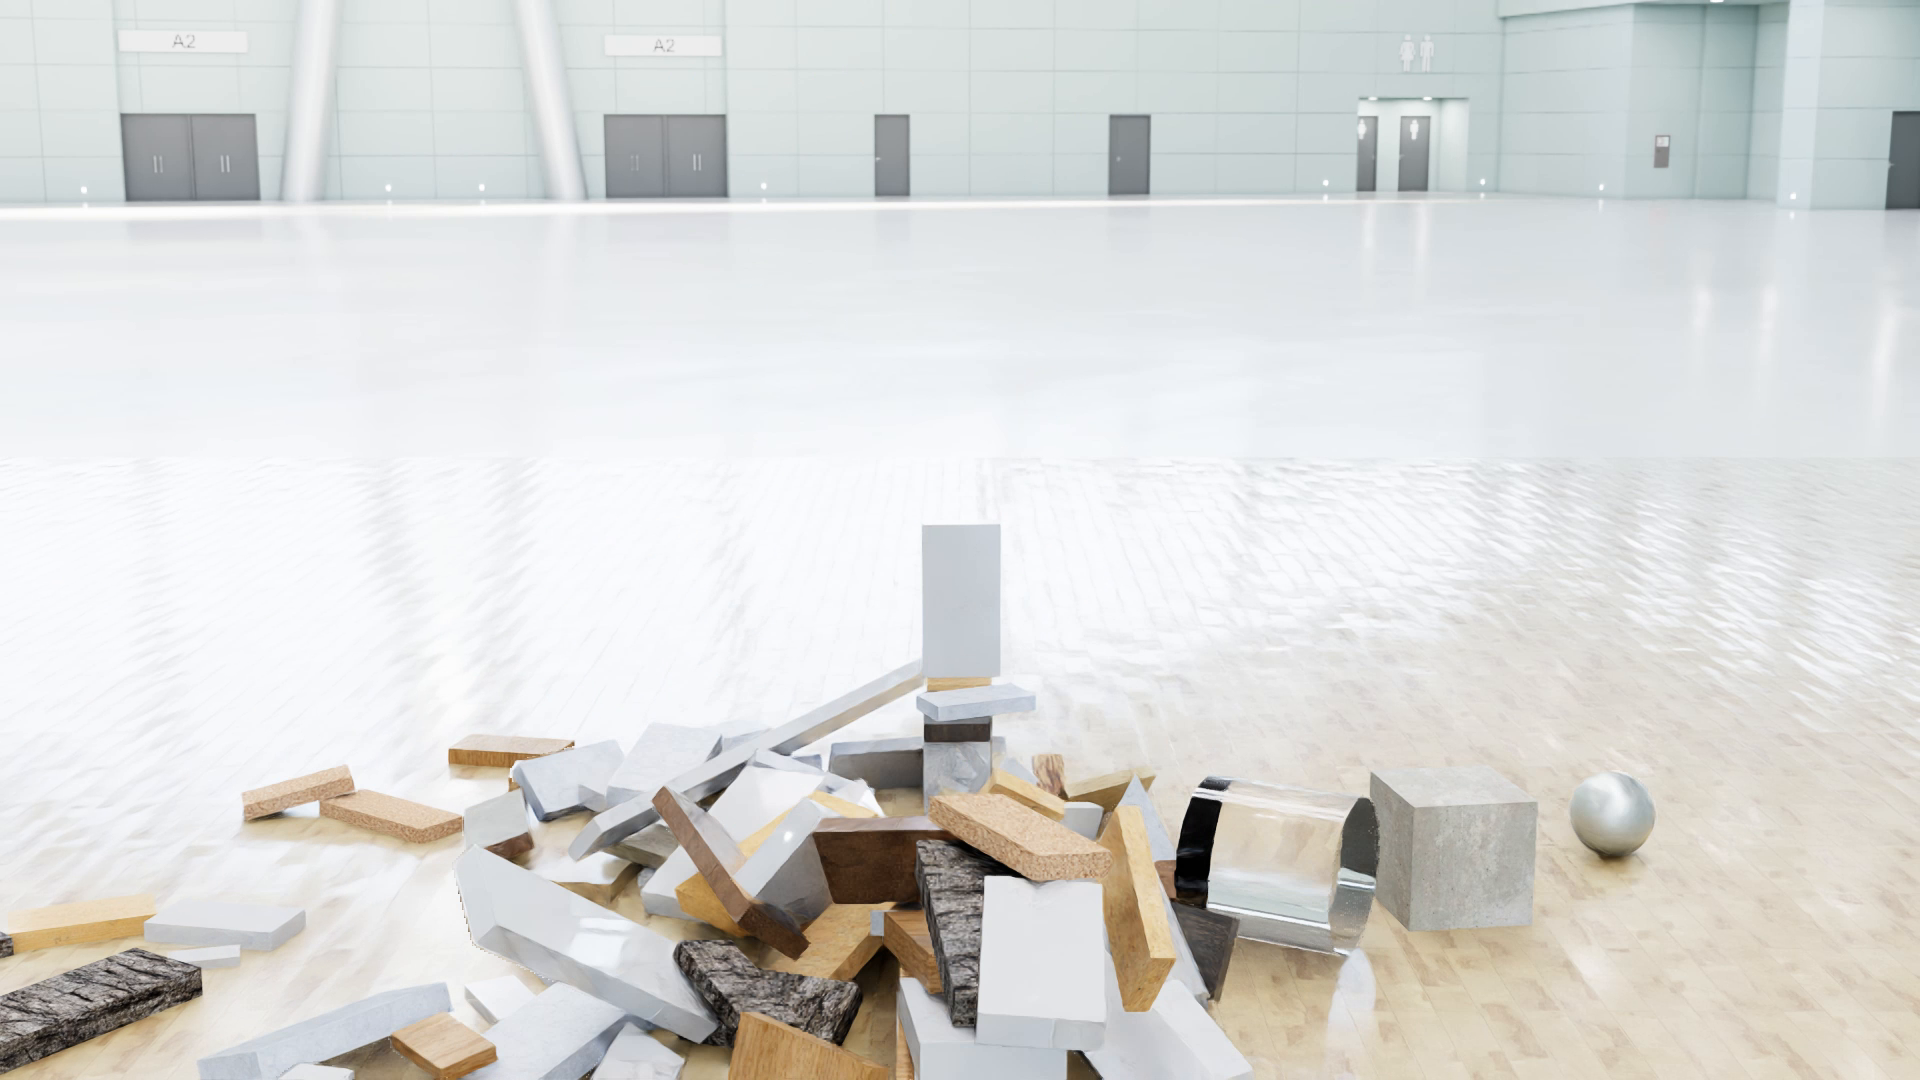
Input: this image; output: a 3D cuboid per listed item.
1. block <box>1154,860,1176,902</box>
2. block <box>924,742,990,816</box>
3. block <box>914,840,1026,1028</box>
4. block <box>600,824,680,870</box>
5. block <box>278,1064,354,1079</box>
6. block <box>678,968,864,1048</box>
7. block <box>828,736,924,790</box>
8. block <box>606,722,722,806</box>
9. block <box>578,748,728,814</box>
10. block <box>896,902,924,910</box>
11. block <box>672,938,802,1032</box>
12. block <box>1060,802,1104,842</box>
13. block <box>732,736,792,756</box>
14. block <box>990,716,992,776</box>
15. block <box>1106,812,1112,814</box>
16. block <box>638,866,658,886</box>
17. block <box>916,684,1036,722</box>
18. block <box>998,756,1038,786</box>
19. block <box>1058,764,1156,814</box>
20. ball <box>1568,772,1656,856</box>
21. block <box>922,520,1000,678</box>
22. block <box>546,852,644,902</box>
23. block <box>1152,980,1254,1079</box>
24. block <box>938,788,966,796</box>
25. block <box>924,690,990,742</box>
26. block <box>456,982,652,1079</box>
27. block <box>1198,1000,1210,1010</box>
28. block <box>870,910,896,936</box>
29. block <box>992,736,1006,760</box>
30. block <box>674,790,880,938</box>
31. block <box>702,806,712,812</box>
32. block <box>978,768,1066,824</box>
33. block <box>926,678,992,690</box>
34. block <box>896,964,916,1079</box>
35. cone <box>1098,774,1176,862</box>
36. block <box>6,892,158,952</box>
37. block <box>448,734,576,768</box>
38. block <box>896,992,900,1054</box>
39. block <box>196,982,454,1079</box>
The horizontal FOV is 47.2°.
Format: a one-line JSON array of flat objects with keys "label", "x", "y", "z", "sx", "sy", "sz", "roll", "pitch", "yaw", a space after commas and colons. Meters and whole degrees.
[{"label": "block", "x": 0.321, "y": 0.570, "z": 3.613, "sx": 0.202, "sy": 0.029, "sz": 0.101, "roll": -2, "pitch": 29, "yaw": -10}, {"label": "block", "x": -0.006, "y": 0.449, "z": 3.806, "sx": 0.113, "sy": 0.227, "sz": 0.032, "roll": 0, "pitch": 11, "yaw": -2}, {"label": "block", "x": 0.049, "y": 0.459, "z": 2.610, "sx": 0.161, "sy": 0.046, "sz": 0.322, "roll": 0, "pitch": 24, "yaw": -9}, {"label": "block", "x": -0.503, "y": 0.528, "z": 3.759, "sx": 0.200, "sy": 0.028, "sz": 0.100, "roll": 13, "pitch": 20, "yaw": 20}, {"label": "block", "x": -0.838, "y": 0.704, "z": 2.766, "sx": 0.078, "sy": 0.022, "sz": 0.157, "roll": 3, "pitch": 11, "yaw": 16}, {"label": "block", "x": -0.267, "y": 0.659, "z": 3.070, "sx": 0.237, "sy": 0.034, "sz": 0.118, "roll": 4, "pitch": 39, "yaw": 21}, {"label": "block", "x": -0.141, "y": 0.431, "z": 4.227, "sx": 0.221, "sy": 0.111, "sz": 0.031, "roll": -3, "pitch": 44, "yaw": -15}, {"label": "block", "x": -0.550, "y": 0.426, "z": 4.113, "sx": 0.142, "sy": 0.040, "sz": 0.284, "roll": 7, "pitch": 20, "yaw": 7}, {"label": "block", "x": -0.560, "y": 0.454, "z": 4.151, "sx": 0.142, "sy": 0.040, "sz": 0.301, "roll": 19, "pitch": 24, "yaw": 33}, {"label": "block", "x": -0.034, "y": 0.483, "z": 3.182, "sx": 0.240, "sy": 0.120, "sz": 0.034, "roll": -9, "pitch": 34, "yaw": 49}, {"label": "block", "x": -0.308, "y": 0.617, "z": 3.024, "sx": 0.094, "sy": 0.027, "sz": 0.187, "roll": 8, "pitch": 23, "yaw": -45}, {"label": "block", "x": 0.171, "y": 0.499, "z": 3.770, "sx": 0.027, "sy": 0.094, "sz": 0.197, "roll": 19, "pitch": 6, "yaw": 36}, {"label": "block", "x": -0.389, "y": 0.410, "z": 4.353, "sx": 0.111, "sy": 0.031, "sz": 0.221, "roll": 0, "pitch": -8, "yaw": -3}, {"label": "block", "x": 0.000, "y": 0.402, "z": 4.032, "sx": 0.118, "sy": 0.236, "sz": 0.033, "roll": 0, "pitch": 12, "yaw": -1}, {"label": "block", "x": 0.276, "y": 0.491, "z": 4.155, "sx": 0.058, "sy": 0.017, "sz": 0.117, "roll": 2, "pitch": 11, "yaw": 9}, {"label": "block", "x": -0.502, "y": 0.564, "z": 3.758, "sx": 0.063, "sy": 0.018, "sz": 0.125, "roll": 1, "pitch": 11, "yaw": 8}, {"label": "block", "x": 0.027, "y": 0.282, "z": 3.833, "sx": 0.187, "sy": 0.027, "sz": 0.094, "roll": -5, "pitch": 12, "yaw": -25}, {"label": "block", "x": 0.072, "y": 0.445, "z": 3.734, "sx": 0.069, "sy": 0.139, "sz": 0.020, "roll": 41, "pitch": -23, "yaw": -25}, {"label": "block", "x": 0.262, "y": 0.468, "z": 4.039, "sx": 0.187, "sy": 0.094, "sz": 0.027, "roll": -11, "pitch": 54, "yaw": -27}, {"label": "ball", "x": 1.144, "y": 0.480, "z": 3.858, "sx": 0.146, "sy": 0.146, "sz": 0.146, "roll": 0, "pitch": 11, "yaw": 0}, {"label": "block", "x": 0.002, "y": 0.108, "z": 4.008, "sx": 0.142, "sy": 0.284, "sz": 0.040, "roll": -1, "pitch": 11, "yaw": -3}, {"label": "block", "x": -0.613, "y": 0.560, "z": 3.742, "sx": 0.113, "sy": 0.032, "sz": 0.226, "roll": 2, "pitch": 11, "yaw": 9}, {"label": "block", "x": 0.292, "y": 0.677, "z": 2.949, "sx": 0.112, "sy": 0.032, "sz": 0.224, "roll": -14, "pitch": 25, "yaw": -16}, {"label": "block", "x": -0.002, "y": 0.475, "z": 3.728, "sx": 0.056, "sy": 0.016, "sz": 0.113, "roll": 17, "pitch": 43, "yaw": -26}, {"label": "block", "x": -0.008, "y": 0.308, "z": 3.854, "sx": 0.113, "sy": 0.032, "sz": 0.227, "roll": 0, "pitch": 10, "yaw": -1}, {"label": "block", "x": -0.550, "y": 0.676, "z": 2.982, "sx": 0.146, "sy": 0.041, "sz": 0.292, "roll": 7, "pitch": 20, "yaw": 29}, {"label": "block", "x": 0.236, "y": 0.646, "z": 3.274, "sx": 0.120, "sy": 0.034, "sz": 0.291, "roll": -6, "pitch": 12, "yaw": -29}, {"label": "block", "x": -0.025, "y": 0.564, "z": 3.246, "sx": 0.123, "sy": 0.035, "sz": 0.246, "roll": -3, "pitch": -9, "yaw": 22}, {"label": "block", "x": 0.018, "y": 0.409, "z": 4.319, "sx": 0.111, "sy": 0.031, "sz": 0.221, "roll": 5, "pitch": -11, "yaw": -7}, {"label": "block", "x": -0.287, "y": 0.515, "z": 3.522, "sx": 0.155, "sy": 0.044, "sz": 0.310, "roll": 13, "pitch": 36, "yaw": 45}, {"label": "block", "x": -0.428, "y": 0.496, "z": 4.055, "sx": 0.149, "sy": 0.021, "sz": 0.074, "roll": -10, "pitch": -4, "yaw": -44}, {"label": "block", "x": 0.047, "y": 0.462, "z": 3.351, "sx": 0.120, "sy": 0.239, "sz": 0.034, "roll": 27, "pitch": 31, "yaw": -13}, {"label": "block", "x": -0.003, "y": 0.256, "z": 4.081, "sx": 0.118, "sy": 0.033, "sz": 0.236, "roll": 0, "pitch": 11, "yaw": -1}, {"label": "block", "x": 0.014, "y": 0.627, "z": 2.681, "sx": 0.178, "sy": 0.050, "sz": 0.356, "roll": 0, "pitch": 18, "yaw": 0}, {"label": "cone", "x": 0.306, "y": 0.480, "z": 3.831, "sx": 0.156, "sy": 0.156, "sz": 0.156, "roll": 0, "pitch": 11, "yaw": 0}, {"label": "block", "x": -1.394, "y": 0.607, "z": 3.494, "sx": 0.218, "sy": 0.031, "sz": 0.109, "roll": -5, "pitch": 12, "yaw": -24}, {"label": "block", "x": -0.907, "y": 0.429, "z": 4.451, "sx": 0.226, "sy": 0.032, "sz": 0.113, "roll": 2, "pitch": 11, "yaw": 12}, {"label": "block", "x": 0.004, "y": 0.658, "z": 2.953, "sx": 0.178, "sy": 0.050, "sz": 0.356, "roll": -1, "pitch": -3, "yaw": -1}, {"label": "block", "x": -0.857, "y": 0.671, "z": 2.980, "sx": 0.151, "sy": 0.043, "sz": 0.302, "roll": -18, "pitch": -3, "yaw": 40}]
